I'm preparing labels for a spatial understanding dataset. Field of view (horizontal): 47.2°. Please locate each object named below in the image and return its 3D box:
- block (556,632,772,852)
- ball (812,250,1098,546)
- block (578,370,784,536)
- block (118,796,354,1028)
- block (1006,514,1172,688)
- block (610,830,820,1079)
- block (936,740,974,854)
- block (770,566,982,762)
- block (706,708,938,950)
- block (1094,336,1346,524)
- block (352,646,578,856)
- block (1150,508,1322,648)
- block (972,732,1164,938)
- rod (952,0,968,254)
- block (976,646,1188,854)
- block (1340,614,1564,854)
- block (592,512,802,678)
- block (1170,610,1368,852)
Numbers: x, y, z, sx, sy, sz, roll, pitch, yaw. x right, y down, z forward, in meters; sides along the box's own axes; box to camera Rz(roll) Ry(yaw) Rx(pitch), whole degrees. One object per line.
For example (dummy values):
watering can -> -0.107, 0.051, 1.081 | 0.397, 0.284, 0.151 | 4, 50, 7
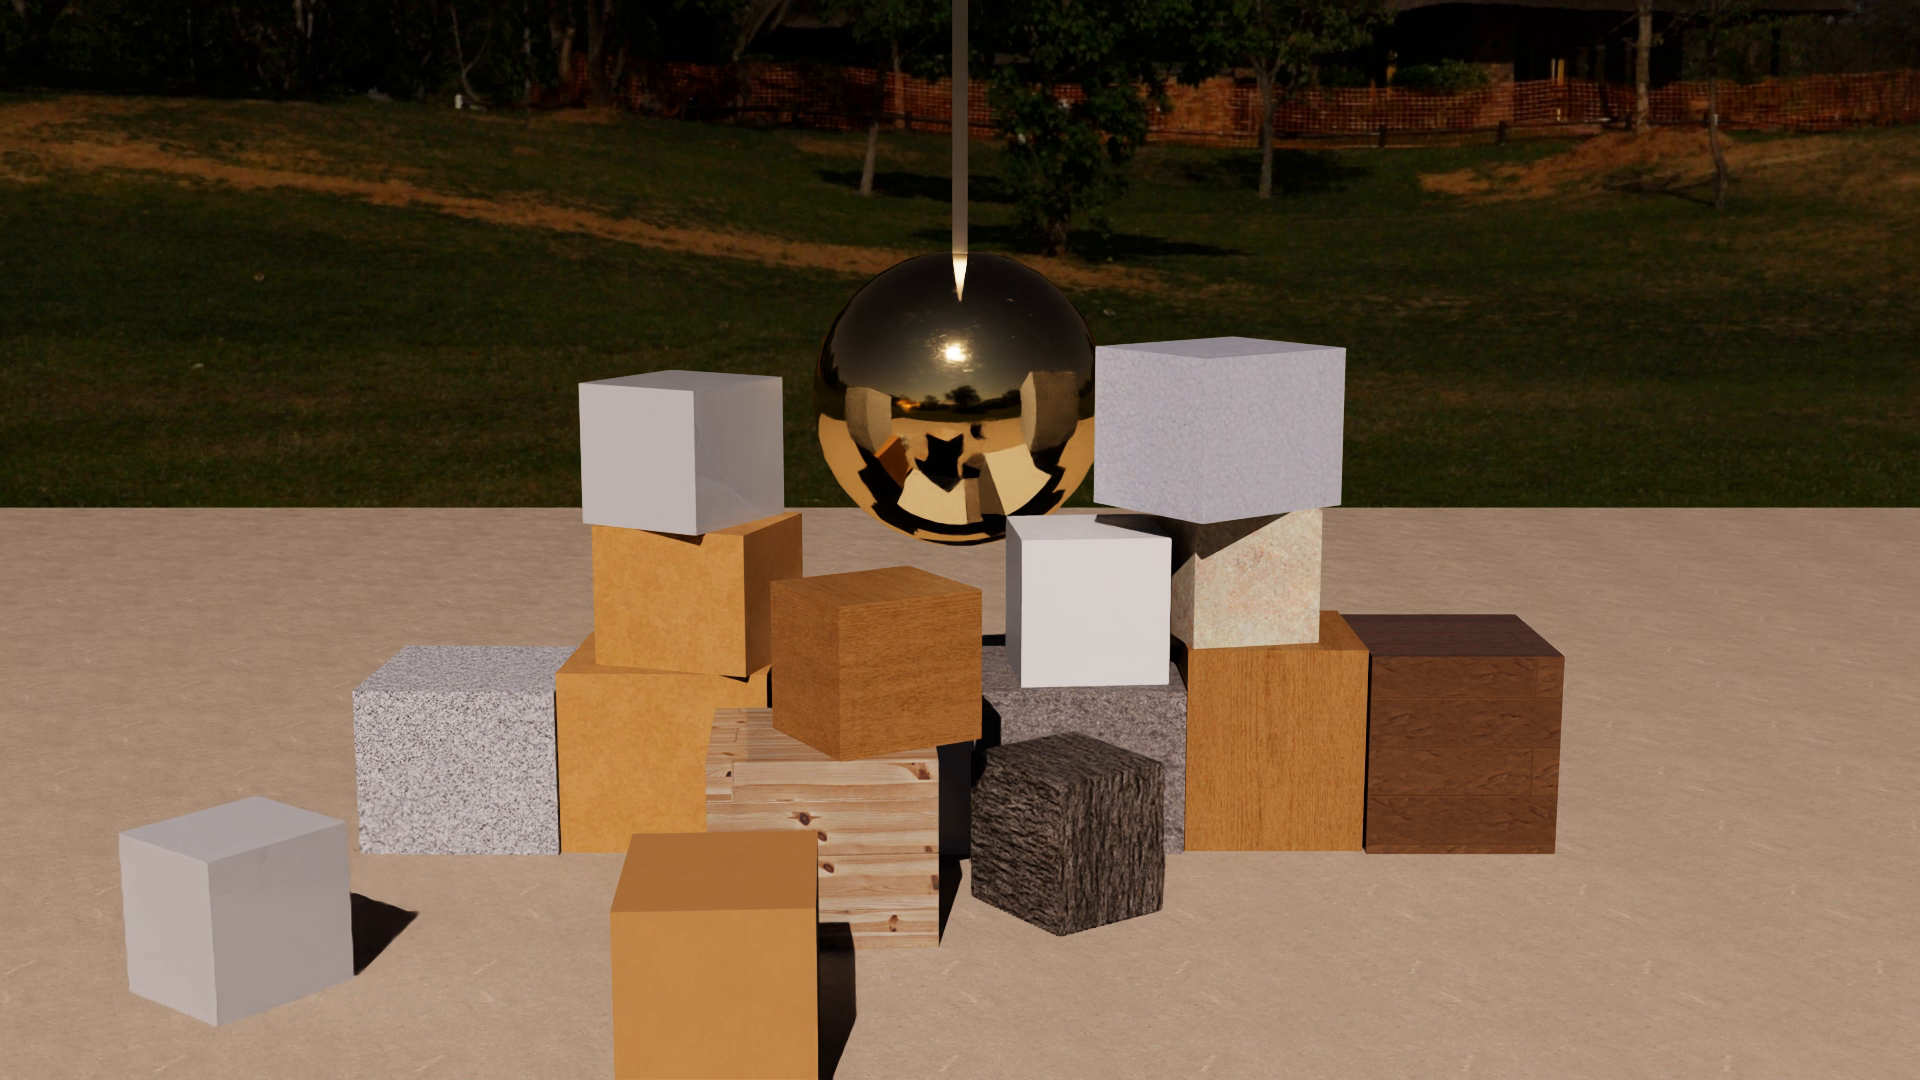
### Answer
block -> -1.455, 1.025, 11.360 | 1.043, 0.919, 0.964 | 0, 10, 2
ball -> 0.000, -0.765, 11.891 | 1.600, 1.600, 1.600 | 0, 10, 0
block -> -1.390, -0.455, 11.047 | 0.703, 0.701, 0.742 | 6, 12, 30
block -> -3.019, 1.534, 9.196 | 0.623, 0.691, 0.666 | 8, 13, 37
block -> 0.641, 0.297, 11.219 | 0.741, 0.740, 0.721 | -1, 10, -5
block -> -0.909, 1.632, 8.393 | 0.735, 0.786, 0.908 | -1, 10, -3
block -> -0.419, 1.042, 11.376 | 0.982, 0.879, 1.022 | 0, 10, 0
block -> -0.380, 0.539, 9.906 | 0.719, 0.683, 0.657 | -6, 12, -31
block -> -0.625, 1.296, 10.044 | 1.006, 0.856, 0.939 | -1, 10, -4
block -> 1.294, -0.571, 11.007 | 0.940, 0.789, 0.806 | -8, 13, -36
block -> -2.482, 1.067, 11.365 | 0.993, 0.834, 0.993 | 0, 10, 1
block -> 1.391, 0.131, 11.218 | 0.655, 0.668, 0.749 | -2, 11, -12
block -> 0.493, 1.346, 10.190 | 0.606, 0.706, 0.670 | -7, 13, -35
rod -> 0.000, -3.993, 10.823 | 0.080, 5.200, 0.080 | 0, 18, 0
block -> 0.601, 1.066, 11.377 | 1.029, 0.831, 1.005 | 0, 10, 0
block -> 2.493, 0.981, 11.349 | 0.942, 1.010, 0.982 | 0, 10, 0
block -> -1.317, 0.241, 11.143 | 0.826, 0.702, 0.708 | 4, 11, 19
block -> 1.568, 0.966, 11.372 | 0.888, 1.030, 0.936 | 0, 10, 0
